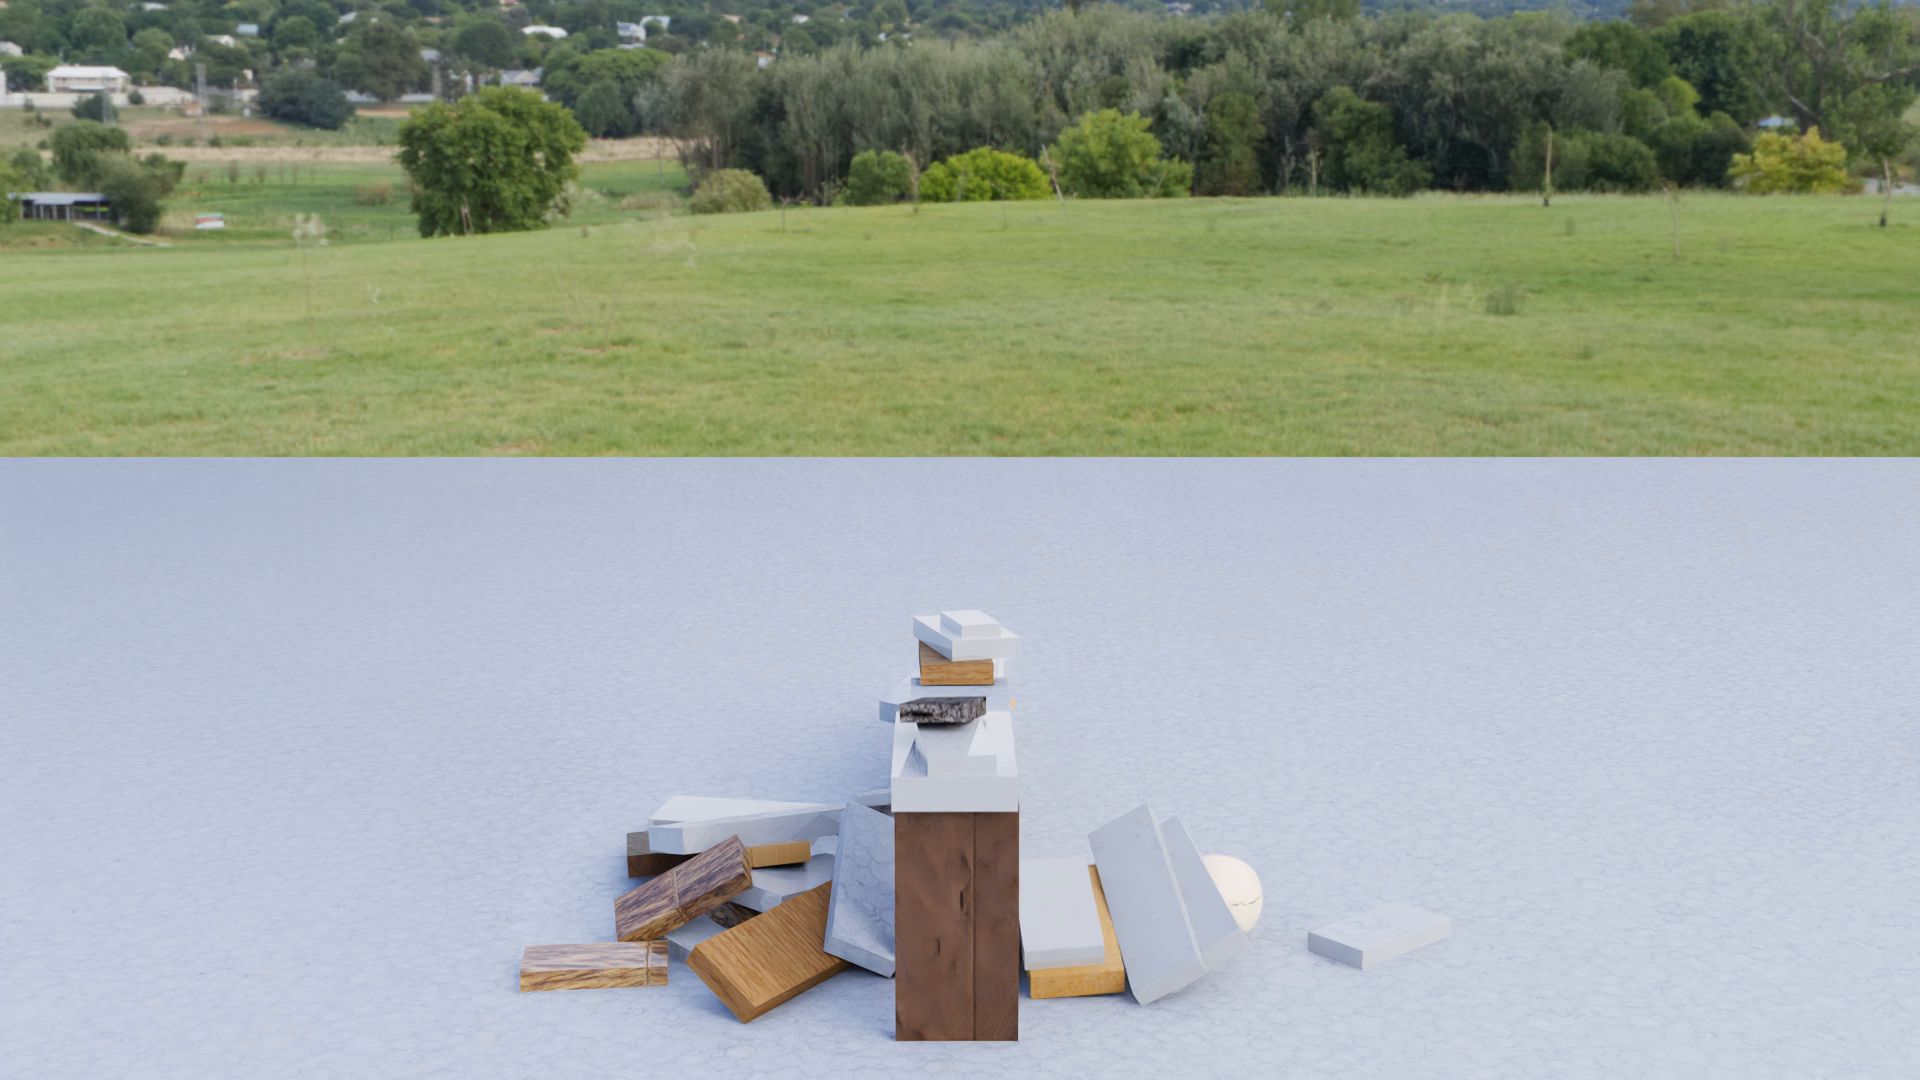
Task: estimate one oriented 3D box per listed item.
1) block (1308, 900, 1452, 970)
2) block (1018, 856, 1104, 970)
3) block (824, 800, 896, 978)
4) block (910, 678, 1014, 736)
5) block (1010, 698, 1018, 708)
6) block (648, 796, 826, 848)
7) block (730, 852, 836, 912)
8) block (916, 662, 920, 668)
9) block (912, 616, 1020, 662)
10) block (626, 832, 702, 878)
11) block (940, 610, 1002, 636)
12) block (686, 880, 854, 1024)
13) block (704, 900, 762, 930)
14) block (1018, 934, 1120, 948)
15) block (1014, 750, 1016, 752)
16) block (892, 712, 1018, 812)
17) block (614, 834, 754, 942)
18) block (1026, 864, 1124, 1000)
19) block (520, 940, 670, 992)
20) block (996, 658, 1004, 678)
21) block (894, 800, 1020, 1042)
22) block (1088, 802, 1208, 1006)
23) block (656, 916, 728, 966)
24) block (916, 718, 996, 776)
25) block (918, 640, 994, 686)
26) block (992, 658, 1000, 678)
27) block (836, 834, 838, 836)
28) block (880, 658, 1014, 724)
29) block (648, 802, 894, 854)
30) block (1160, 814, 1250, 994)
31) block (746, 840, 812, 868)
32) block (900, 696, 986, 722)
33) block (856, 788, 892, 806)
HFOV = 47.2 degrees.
[{"bbox_3d":[0.657,0.617,3.441,0.216,0.031,0.108,-9,14,-40],"label":"block"},{"bbox_3d":[0.145,0.561,3.322,0.118,0.033,0.236,-4,26,-2],"label":"block"},{"bbox_3d":[-0.142,0.540,3.441,0.111,0.031,0.354,24,26,-11],"label":"block"},{"bbox_3d":[0.000,0.278,3.479,0.159,0.045,0.319,0,10,-1],"label":"block"},{"bbox_3d":[0.022,0.326,4.137,0.099,0.028,0.199,40,34,6],"label":"block"},{"bbox_3d":[-0.399,0.511,3.978,0.294,0.042,0.147,2,11,11],"label":"block"},{"bbox_3d":[-0.251,0.552,3.527,0.128,0.036,0.256,12,8,36],"label":"block"},{"bbox_3d":[-0.006,0.329,4.282,0.147,0.042,0.330,-1,23,-3],"label":"block"},{"bbox_3d":[0.009,0.163,3.722,0.118,0.033,0.236,-3,9,-17],"label":"block"},{"bbox_3d":[-0.503,0.531,3.755,0.128,0.036,0.256,-5,2,-9],"label":"block"},{"bbox_3d":[0.017,0.140,3.701,0.068,0.019,0.136,-2,9,-15],"label":"block"},{"bbox_3d":[-0.209,0.597,3.353,0.128,0.036,0.501,42,28,20],"label":"block"},{"bbox_3d":[-0.332,0.587,3.573,0.147,0.042,0.294,-6,12,-28],"label":"block"},{"bbox_3d":[0.149,0.602,3.499,0.138,0.039,0.275,-7,13,-33],"label":"block"},{"bbox_3d":[-0.003,0.486,3.290,0.171,0.343,0.049,0,10,0],"label":"block"},{"bbox_3d":[-0.009,0.313,3.147,0.171,0.049,0.343,0,11,-1],"label":"block"},{"bbox_3d":[-0.434,0.553,3.436,0.222,0.031,0.111,-28,27,2],"label":"block"},{"bbox_3d":[0.162,0.591,3.341,0.138,0.039,0.275,-4,26,-3],"label":"block"},{"bbox_3d":[-0.548,0.641,3.312,0.216,0.031,0.108,-1,11,-6],"label":"block"},{"bbox_3d":[0.005,0.249,3.819,0.143,0.040,0.285,0,11,0],"label":"block"},{"bbox_3d":[-0.004,0.527,3.067,0.171,0.343,0.049,0,10,0],"label":"block"},{"bbox_3d":[0.280,0.547,3.338,0.108,0.031,0.375,-30,30,9],"label":"block"},{"bbox_3d":[-0.417,0.622,3.426,0.095,0.027,0.189,-8,13,-38],"label":"block"},{"bbox_3d":[-0.007,0.288,3.074,0.094,0.027,0.189,-1,11,-6],"label":"block"},{"bbox_3d":[-0.008,0.202,3.689,0.118,0.033,0.236,0,8,-2],"label":"block"},{"bbox_3d":[0.009,0.229,3.739,0.099,0.028,0.199,1,11,6],"label":"block"},{"bbox_3d":[-0.141,0.530,3.939,0.068,0.019,0.178,-10,15,-44],"label":"block"},{"bbox_3d":[-0.024,0.286,4.278,0.147,0.042,0.293,11,25,23],"label":"block"},{"bbox_3d":[-0.302,0.476,3.658,0.401,0.042,0.147,-3,-4,-30],"label":"block"},{"bbox_3d":[0.327,0.551,3.356,0.138,0.039,0.301,-34,29,4],"label":"block"},{"bbox_3d":[-0.321,0.513,3.628,0.111,0.031,0.222,-4,-3,-14],"label":"block"},{"bbox_3d":[-0.023,0.245,3.189,0.095,0.027,0.189,-2,-1,10],"label":"block"},{"bbox_3d":[-0.124,0.431,3.697,0.068,0.019,0.136,-6,-3,11],"label":"block"}]
